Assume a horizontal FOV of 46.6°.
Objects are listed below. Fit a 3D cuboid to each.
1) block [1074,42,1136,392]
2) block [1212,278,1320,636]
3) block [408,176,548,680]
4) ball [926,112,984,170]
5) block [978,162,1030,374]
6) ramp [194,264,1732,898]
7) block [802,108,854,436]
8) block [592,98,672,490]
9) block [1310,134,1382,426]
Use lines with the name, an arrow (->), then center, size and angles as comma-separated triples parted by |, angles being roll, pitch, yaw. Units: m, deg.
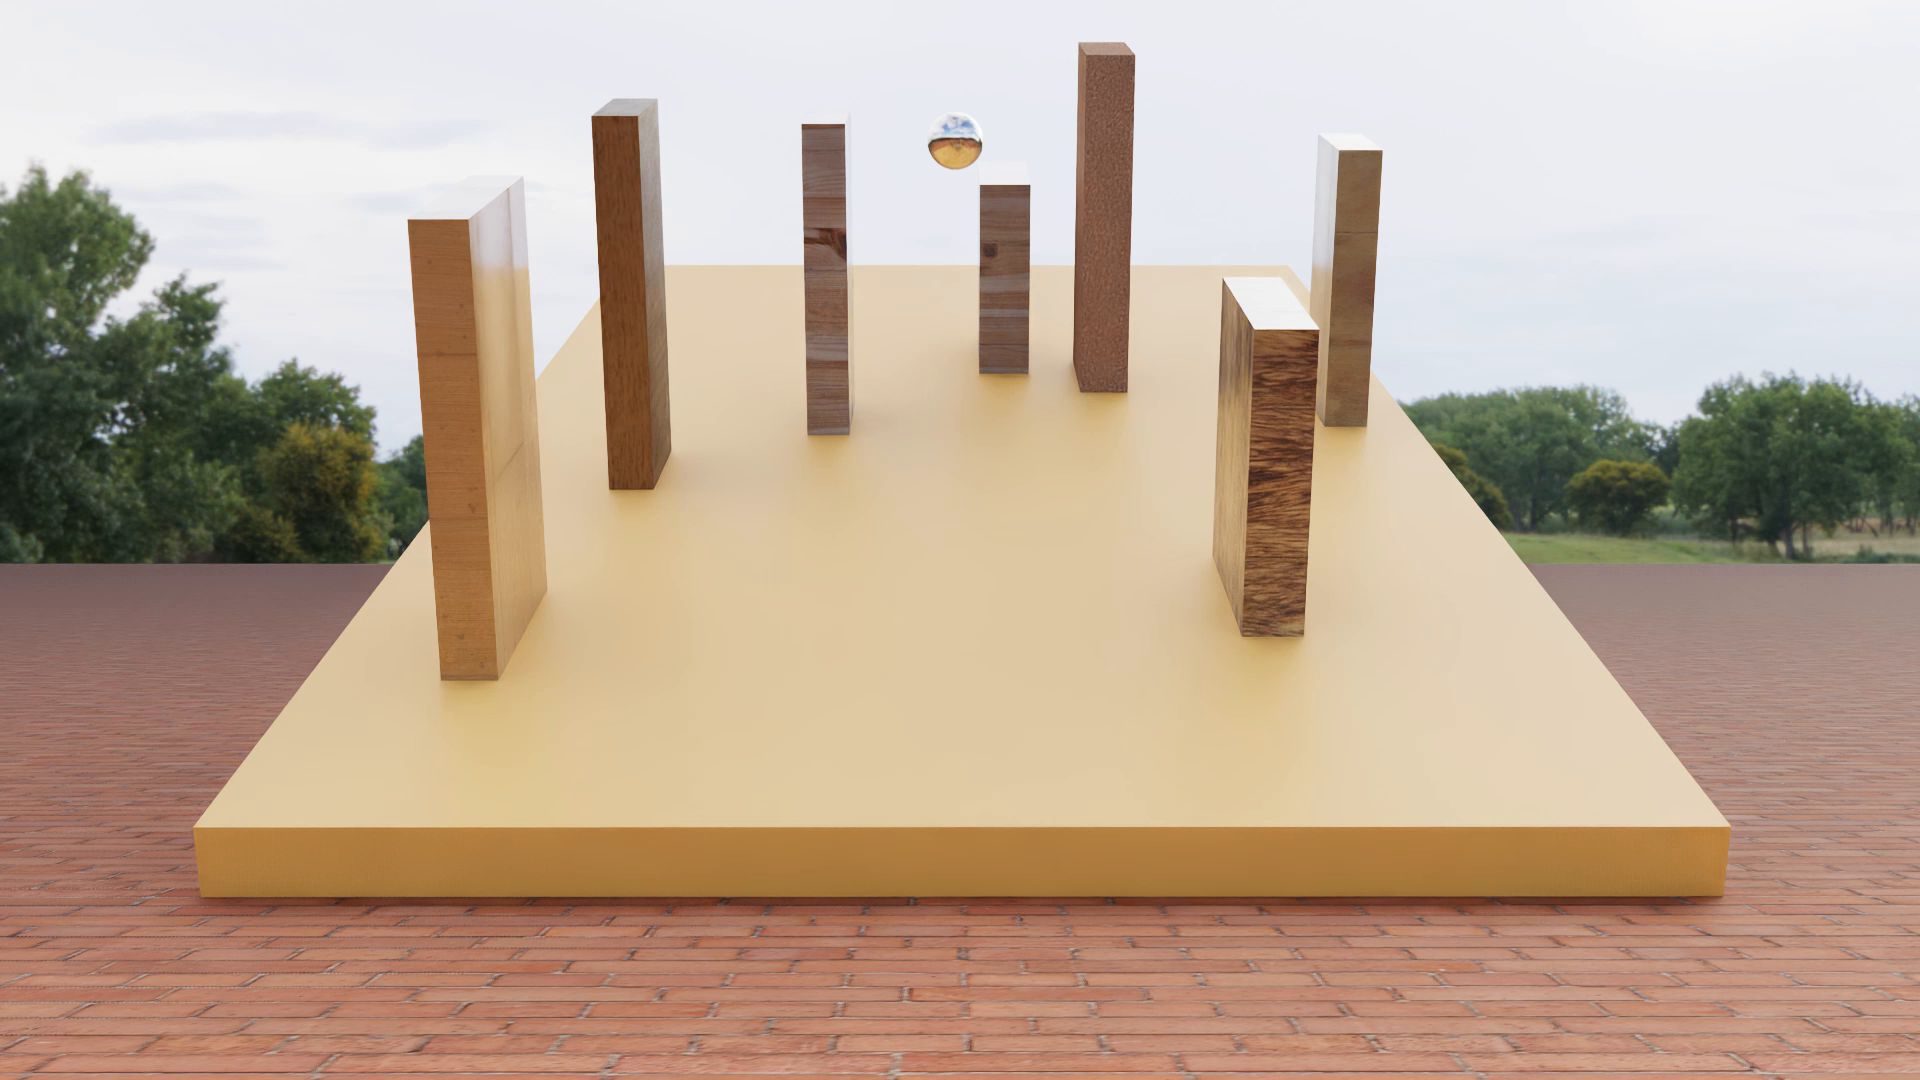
block -> 0.334, -0.758, 5.213 | 0.109, 0.768, 0.328 | 0, 17, 0
block -> 0.504, -0.149, 3.719 | 0.100, 0.504, 0.427 | 0, 17, 0
block -> -0.748, -0.187, 3.499 | 0.087, 0.706, 0.432 | 0, 17, 0
ball -> -0.013, -1.111, 6.208 | 0.159, 0.159, 0.159 | 0, 0, 0
block -> 0.105, -0.674, 5.469 | 0.119, 0.453, 0.388 | 0, 17, 0
ramp -> -0.003, -0.180, 4.821 | 2.000, 0.100, 4.000 | 0, 17, 0
block -> -0.283, -0.585, 4.833 | 0.091, 0.664, 0.280 | 0, 17, 0
block -> -0.648, -0.491, 4.426 | 0.088, 0.729, 0.294 | 0, 17, 0
block -> 0.843, -0.576, 4.914 | 0.093, 0.601, 0.277 | 0, 17, 0
